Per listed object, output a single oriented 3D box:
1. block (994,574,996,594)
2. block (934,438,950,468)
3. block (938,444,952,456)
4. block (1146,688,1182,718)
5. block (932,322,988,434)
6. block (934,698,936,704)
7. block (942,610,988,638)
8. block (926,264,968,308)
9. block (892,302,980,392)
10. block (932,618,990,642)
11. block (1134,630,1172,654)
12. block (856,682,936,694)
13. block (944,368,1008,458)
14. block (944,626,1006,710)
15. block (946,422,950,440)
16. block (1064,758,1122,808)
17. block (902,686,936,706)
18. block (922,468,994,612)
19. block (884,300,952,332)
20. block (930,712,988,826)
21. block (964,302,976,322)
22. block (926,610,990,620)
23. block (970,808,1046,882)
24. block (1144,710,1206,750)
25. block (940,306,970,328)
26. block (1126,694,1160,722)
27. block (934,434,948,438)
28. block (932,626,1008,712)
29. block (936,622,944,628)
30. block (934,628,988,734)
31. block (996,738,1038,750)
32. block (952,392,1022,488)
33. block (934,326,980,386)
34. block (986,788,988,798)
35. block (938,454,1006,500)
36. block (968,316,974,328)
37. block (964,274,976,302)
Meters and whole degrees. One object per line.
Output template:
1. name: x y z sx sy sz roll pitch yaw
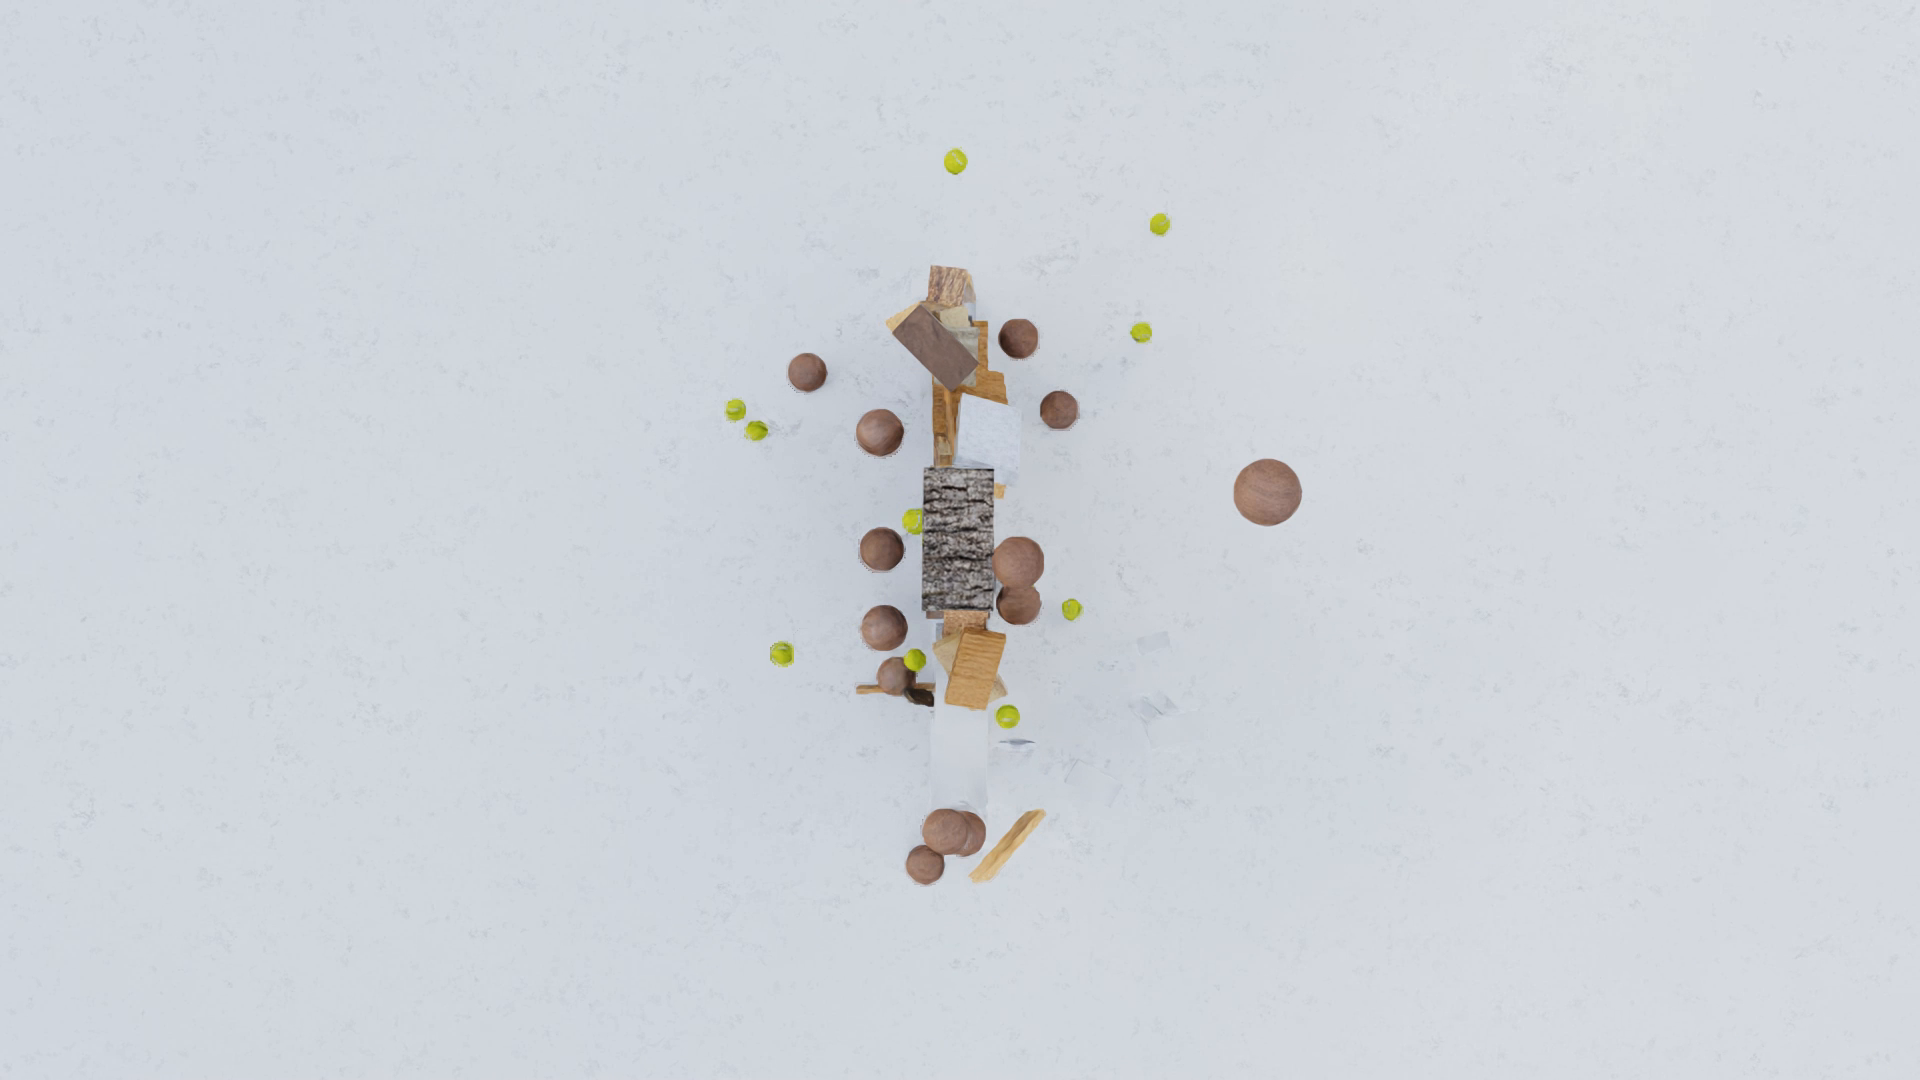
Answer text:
1. block: 0.002 0.113 4.240 0.174 0.348 0.049 5 86 1
2. block: -0.003 -0.215 5.164 0.157 0.044 0.314 0 90 0
3. block: 0.002 -0.153 4.861 0.131 0.037 0.262 0 90 0
4. block: 0.635 0.516 5.134 0.052 0.015 0.104 -37 66 -14
5. block: 0.001 -0.472 4.796 0.161 0.046 0.321 -1 90 0
6. block: 0.000 0.463 4.757 0.143 0.456 0.040 3 95 0
7. block: 0.013 0.220 4.384 0.113 0.227 0.032 5 56 0
8. block: -0.046 -0.722 5.042 0.111 0.031 0.222 7 93 8
9. block: -0.064 -0.511 4.380 0.222 0.031 0.111 44 101 -8
10. block: 0.003 0.155 4.840 0.173 0.049 0.346 0 90 0
11. block: 0.607 0.323 5.179 0.104 0.015 0.052 -14 80 -4
12. block: -0.182 0.489 5.439 0.319 0.059 0.017 -2 100 11
13. block: 0.050 -0.336 4.494 0.165 0.371 0.047 8 132 -14
14. block: 0.039 0.342 4.374 0.113 0.032 0.227 10 118 -10
15. block: 0.010 -0.309 4.673 0.095 0.190 0.027 -2 102 -3
16. block: 0.444 0.808 5.488 0.173 0.024 0.086 30 90 0
17. block: -0.126 0.500 5.254 0.017 0.119 0.059 -54 48 21
18. block: -0.004 -0.001 4.041 0.174 0.049 0.348 1 89 0
19. block: -0.107 -0.635 4.706 0.111 0.656 0.031 -29 93 9
20. block: -0.004 0.668 4.832 0.164 0.047 0.329 0 90 0
21. block: 0.004 -0.667 5.299 0.094 0.027 0.187 0 90 0
22. block: -0.004 0.037 4.441 0.175 0.049 0.349 0 90 0
23. block: 0.143 0.906 4.896 0.292 0.086 0.024 -43 101 -35
24. block: 0.658 0.579 5.044 0.173 0.024 0.086 -12 83 0
25. block: -0.006 -0.570 4.607 0.077 0.022 0.154 -10 90 2
26. block: 0.573 0.530 5.154 0.052 0.015 0.104 -42 62 -18
27. block: 0.000 -0.354 4.979 0.161 0.321 0.046 0 86 0
28. block: 0.027 0.346 4.412 0.113 0.032 0.227 -26 118 10
29. block: 0.003 0.275 4.671 0.143 0.285 0.040 0 96 0
30. block: 0.004 0.386 4.507 0.143 0.040 0.285 1 90 0
31. block: 0.160 0.571 4.594 0.059 0.119 0.017 8 92 37
32. block: 0.072 -0.264 4.317 0.165 0.330 0.047 15 123 -7
33. block: -0.008 -0.504 4.504 0.111 0.222 0.031 4 134 1
34. block: -0.002 0.770 5.178 0.164 0.644 0.047 8 90 0
35. block: 0.027 -0.171 4.387 0.165 0.330 0.047 7 101 -4
36. block: -0.001 -0.610 4.696 0.077 0.154 0.022 0 84 1
37. block: -0.013 -0.802 5.280 0.111 0.436 0.031 0 90 2
